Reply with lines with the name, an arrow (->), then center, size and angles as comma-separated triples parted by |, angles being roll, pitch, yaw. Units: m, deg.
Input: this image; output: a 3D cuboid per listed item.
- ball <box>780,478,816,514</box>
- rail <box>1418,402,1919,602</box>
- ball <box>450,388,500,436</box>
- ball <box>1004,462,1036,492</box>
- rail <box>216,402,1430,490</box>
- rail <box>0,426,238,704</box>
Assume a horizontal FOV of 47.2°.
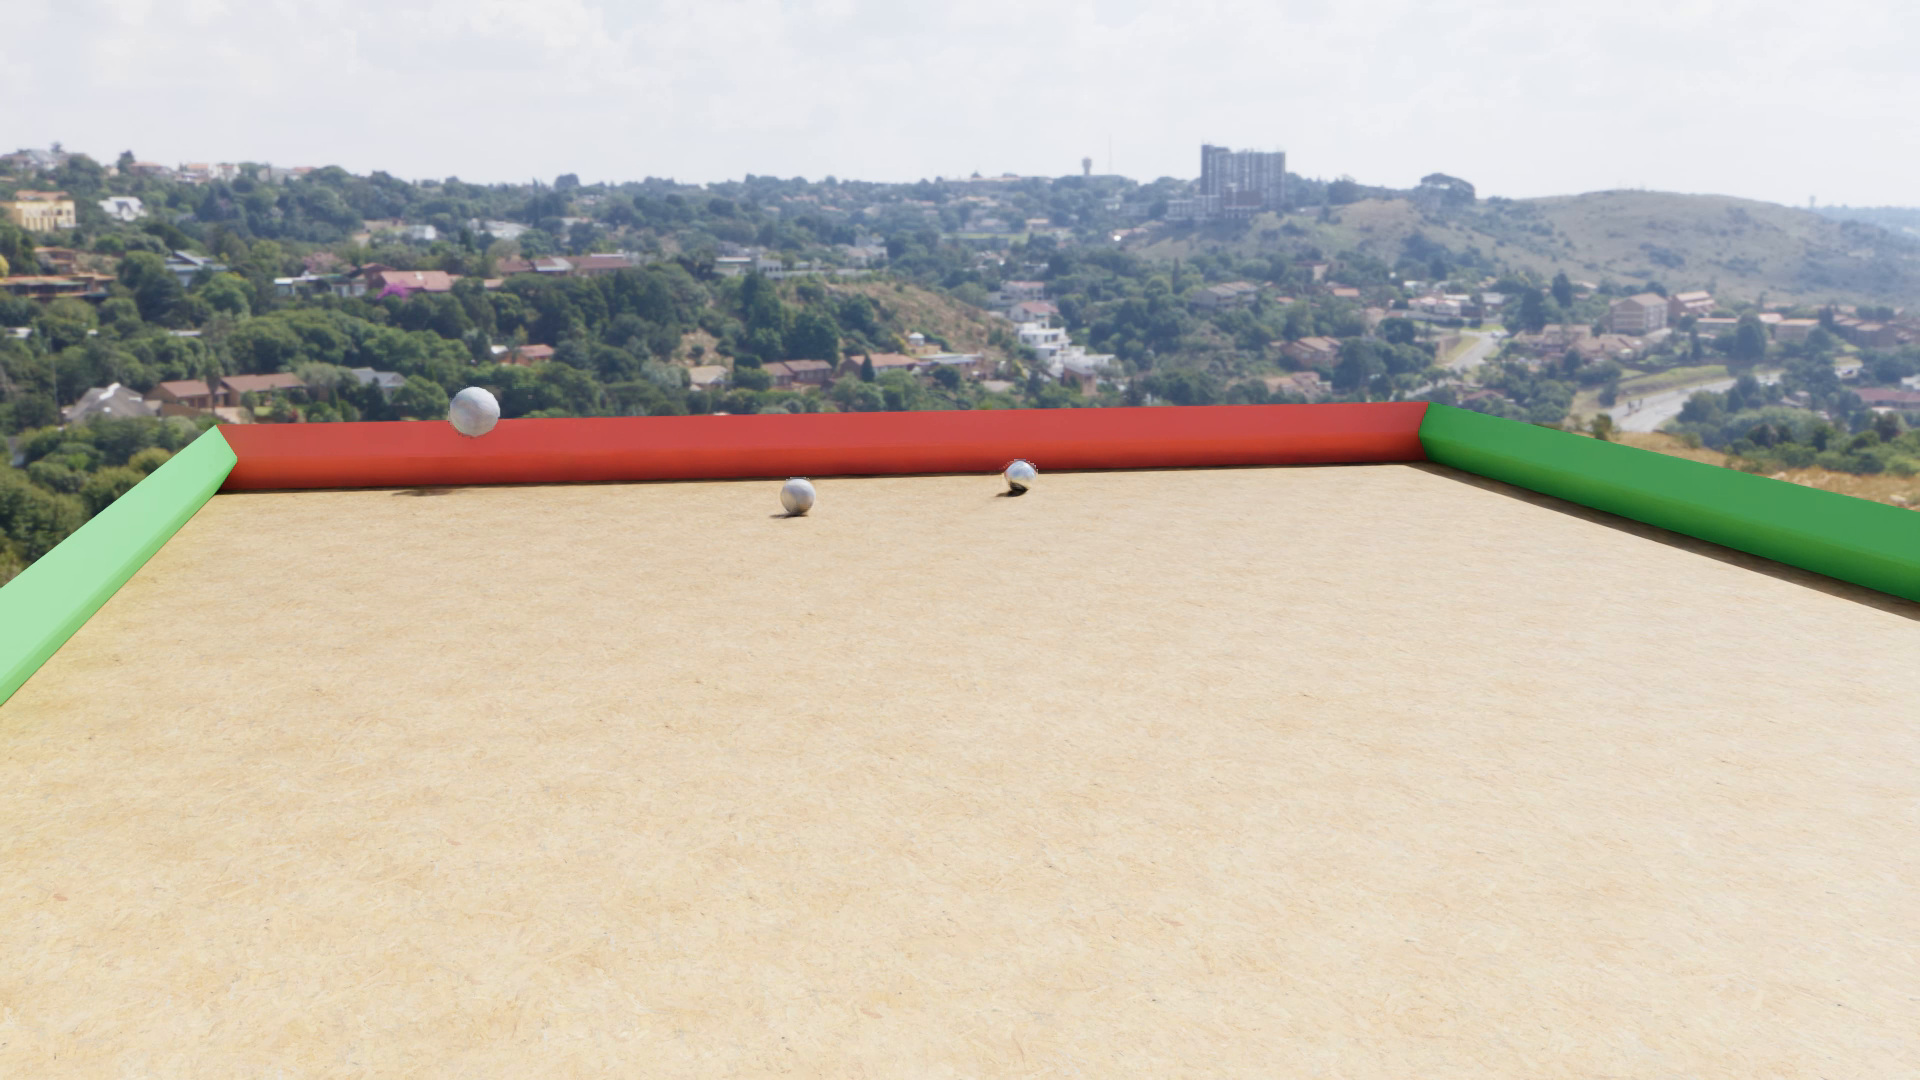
ball -> -0.297, -0.079, 4.021 | 0.066, 0.066, 0.066 | 0, 9, 0
rail -> 1.450, 0.100, 2.673 | 0.045, 0.127, 4.480 | -2, 9, -11
ball -> -0.969, -0.256, 4.391 | 0.098, 0.098, 0.098 | 0, 9, 0
ball -> 0.119, -0.124, 4.316 | 0.062, 0.062, 0.062 | 0, 9, 0
rail -> -0.214, -0.199, 4.577 | 2.558, 0.127, 0.045 | -2, 9, -11
rail -> -1.012, 0.176, 2.188 | 0.045, 0.127, 4.480 | -2, 9, -11
